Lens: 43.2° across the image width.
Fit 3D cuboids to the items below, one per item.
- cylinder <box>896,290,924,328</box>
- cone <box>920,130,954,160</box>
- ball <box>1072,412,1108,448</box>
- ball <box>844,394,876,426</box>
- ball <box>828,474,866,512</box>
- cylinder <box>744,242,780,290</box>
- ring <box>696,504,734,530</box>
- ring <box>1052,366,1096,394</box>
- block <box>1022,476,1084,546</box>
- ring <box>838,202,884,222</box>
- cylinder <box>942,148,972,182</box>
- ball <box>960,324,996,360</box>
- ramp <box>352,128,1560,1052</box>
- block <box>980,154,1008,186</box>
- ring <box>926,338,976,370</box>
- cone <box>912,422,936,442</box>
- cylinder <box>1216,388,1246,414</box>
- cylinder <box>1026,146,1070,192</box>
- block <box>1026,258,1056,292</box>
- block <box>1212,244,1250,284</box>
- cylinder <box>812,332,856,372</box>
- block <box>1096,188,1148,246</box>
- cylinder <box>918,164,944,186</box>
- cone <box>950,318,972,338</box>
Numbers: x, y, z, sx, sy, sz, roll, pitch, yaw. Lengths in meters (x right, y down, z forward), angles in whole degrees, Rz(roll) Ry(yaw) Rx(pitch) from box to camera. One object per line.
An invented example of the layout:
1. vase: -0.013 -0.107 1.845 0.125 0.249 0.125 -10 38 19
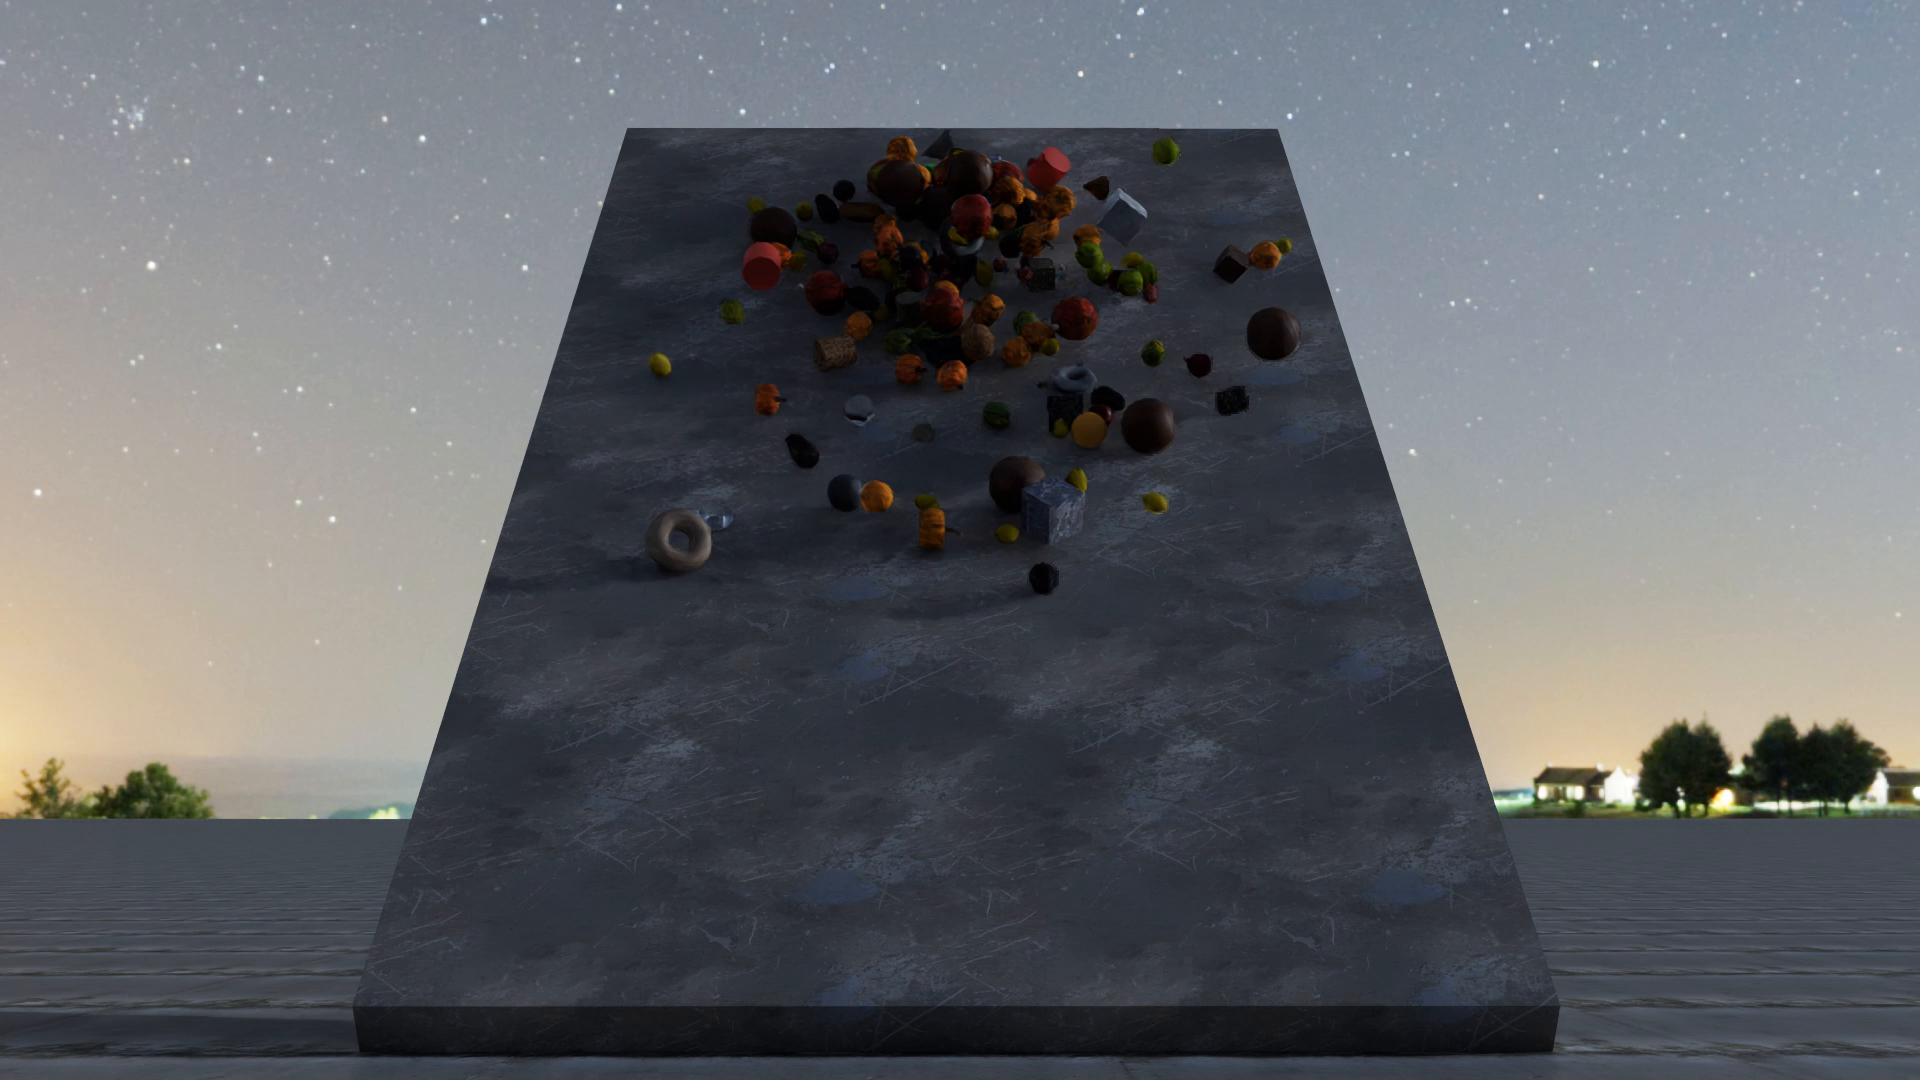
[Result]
1. cylinder: -0.130 -0.594 6.246 0.069 0.069 0.069 -3 36 2
2. cone: -0.070 -1.143 7.123 0.100 0.100 0.100 -17 -7 0
3. ball: 0.302 -0.257 5.671 0.085 0.085 0.085 0 -6 0
4. ball: -0.239 -0.310 5.766 0.075 0.075 0.075 0 -6 0
5. ball: -0.253 -0.106 5.411 0.086 0.086 0.086 0 -6 0
6. cylinder: -0.498 -0.688 6.100 0.093 0.093 0.093 0 31 -4
7. ring: -0.543 -0.051 5.370 0.084 0.028 0.084 5 32 -3
8. ring: 0.279 -0.392 5.947 0.111 0.037 0.111 0 32 0
9. block: 0.204 -0.066 5.335 0.098 0.098 0.098 -21 37 -31
10. ring: -0.275 -0.915 6.765 0.130 0.043 0.130 5 16 -1
11. cylinder: -0.008 -1.077 6.954 0.073 0.073 0.073 16 -9 3
12. ball: 0.044 -0.486 5.967 0.088 0.088 0.088 0 -6 0
13. ramp: -0.014 -0.204 5.761 2.000 0.100 4.000 0 31 0
14. block: 0.099 -1.077 7.053 0.058 0.058 0.058 -22 29 15
15. ring: -0.020 -0.466 6.064 0.131 0.044 0.131 1 31 -1
16. cone: -0.082 -0.265 5.708 0.053 0.053 0.053 -1 35 7
17. cylinder: 0.652 -0.334 5.824 0.054 0.054 0.054 -14 -2 -17
18. cylinder: 0.256 -1.069 6.994 0.092 0.092 0.092 5 -36 -36
19. block: 0.214 -0.705 6.446 0.065 0.065 0.065 -4 31 -7
20. block: 0.725 -0.737 6.474 0.064 0.064 0.064 34 -53 -10
21. cylinder: -0.311 -0.466 6.014 0.082 0.082 0.082 -18 0 -21
22. block: 0.427 -0.855 6.421 0.095 0.095 0.095 36 20 -16
23. cylinder: -0.083 -1.057 7.012 0.057 0.057 0.057 -5 10 40
24. cone: 0.018 -0.533 6.123 0.068 0.068 0.068 15 -15 4
